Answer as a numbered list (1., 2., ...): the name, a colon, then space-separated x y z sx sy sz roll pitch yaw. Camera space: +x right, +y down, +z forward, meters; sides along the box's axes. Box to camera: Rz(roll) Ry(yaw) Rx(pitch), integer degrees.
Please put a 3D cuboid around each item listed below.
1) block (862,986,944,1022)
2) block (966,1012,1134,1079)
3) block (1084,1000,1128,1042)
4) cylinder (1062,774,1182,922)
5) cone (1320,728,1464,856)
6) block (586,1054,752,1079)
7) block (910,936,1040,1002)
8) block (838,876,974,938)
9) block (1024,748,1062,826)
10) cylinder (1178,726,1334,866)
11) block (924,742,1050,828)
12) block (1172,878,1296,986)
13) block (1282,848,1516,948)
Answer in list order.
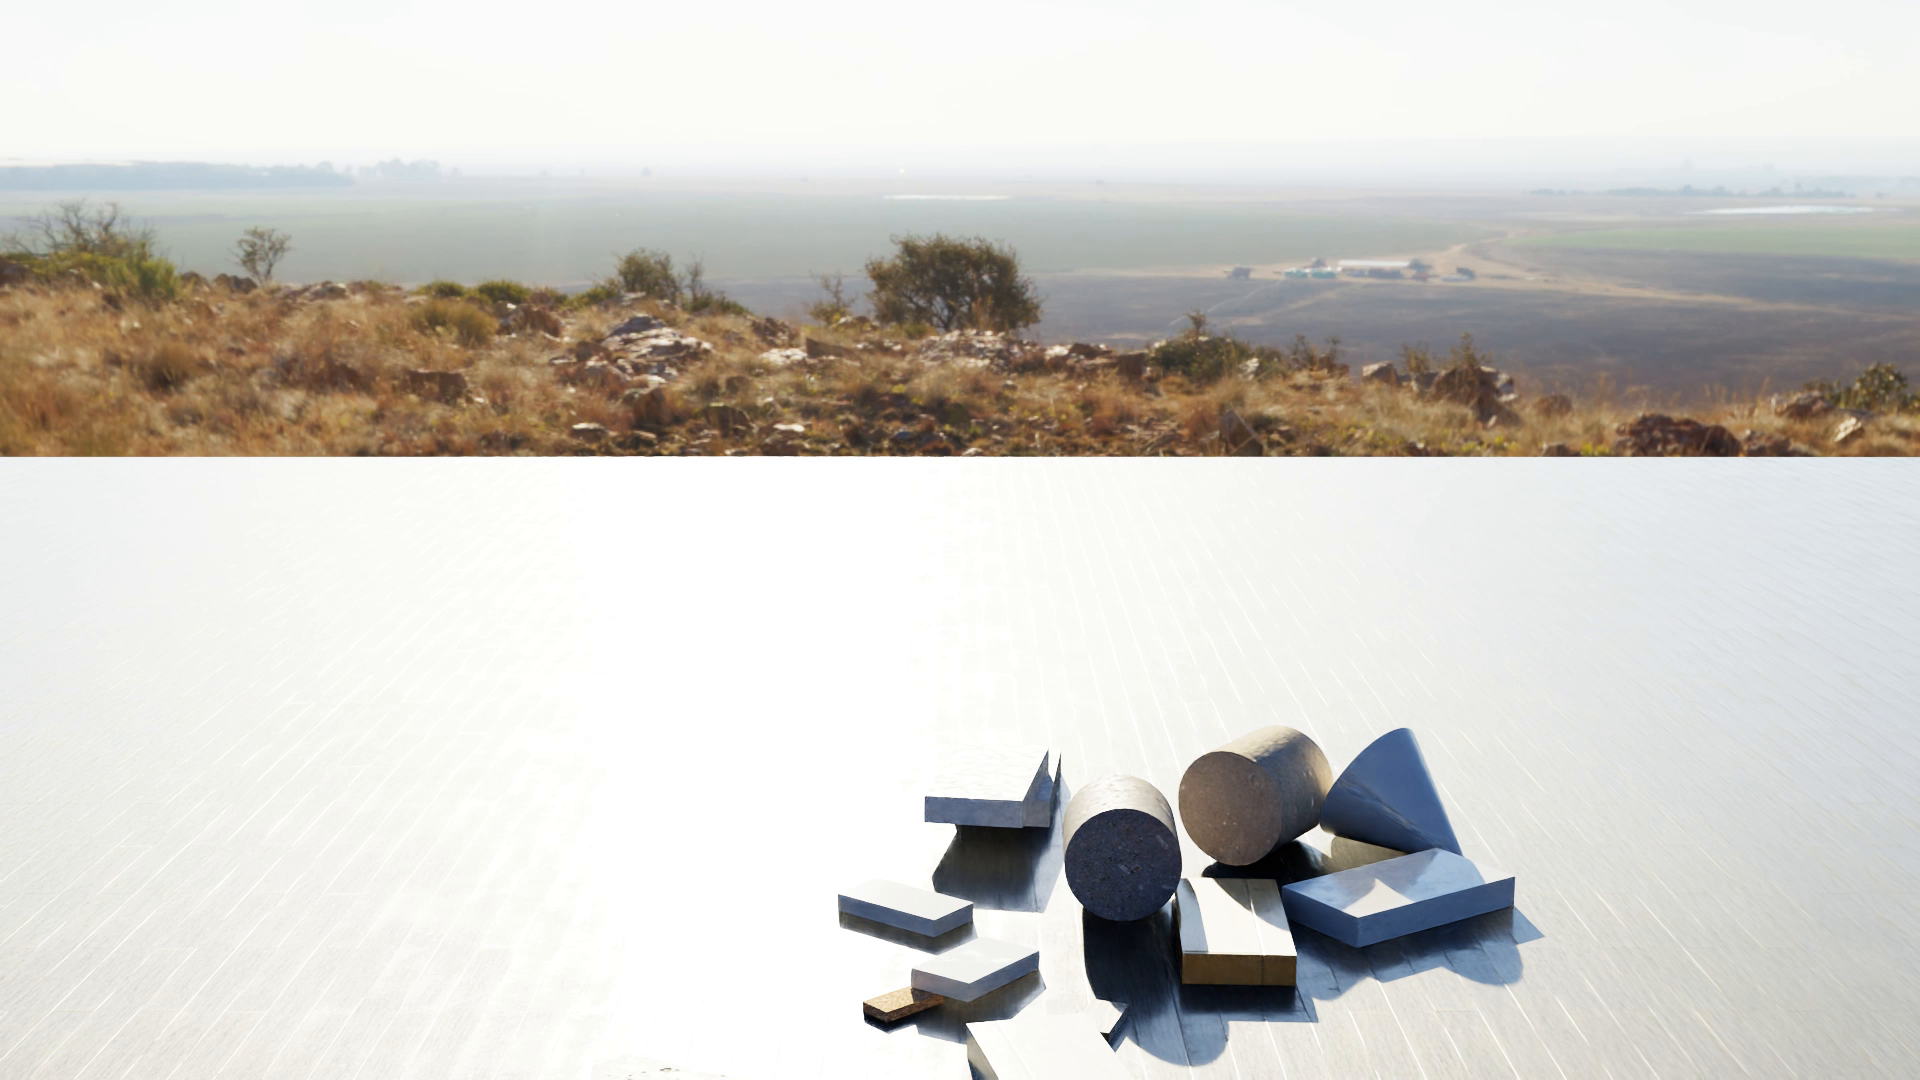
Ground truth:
1. block: -0.082 0.671 3.193 0.109 0.015 0.054 -9 14 -41
2. block: 0.130 0.713 2.876 0.169 0.048 0.338 -2 11 -13
3. block: 0.200 0.683 3.125 0.054 0.015 0.109 4 11 19
4. cylinder: 0.265 0.503 3.617 0.190 0.190 0.190 0 11 2
5. cone: 0.804 0.499 3.863 0.242 0.242 0.242 -10 41 -43
6. block: -0.343 0.717 2.453 0.194 0.194 0.194 5 12 24
7. block: 0.024 0.639 3.281 0.101 0.029 0.203 8 9 32
8. block: -0.090 0.594 3.567 0.203 0.029 0.101 8 13 37
9. block: 0.095 0.467 4.197 0.176 0.050 0.351 1 11 6
10. cylinder: 0.523 0.448 3.878 0.203 0.203 0.203 7 13 34
11. block: 0.053 0.446 4.035 0.175 0.050 0.351 2 11 10
12. block: 0.424 0.608 3.439 0.169 0.048 0.337 0 11 3
13. block: 0.716 0.580 3.587 0.351 0.050 0.176 -7 13 -33
